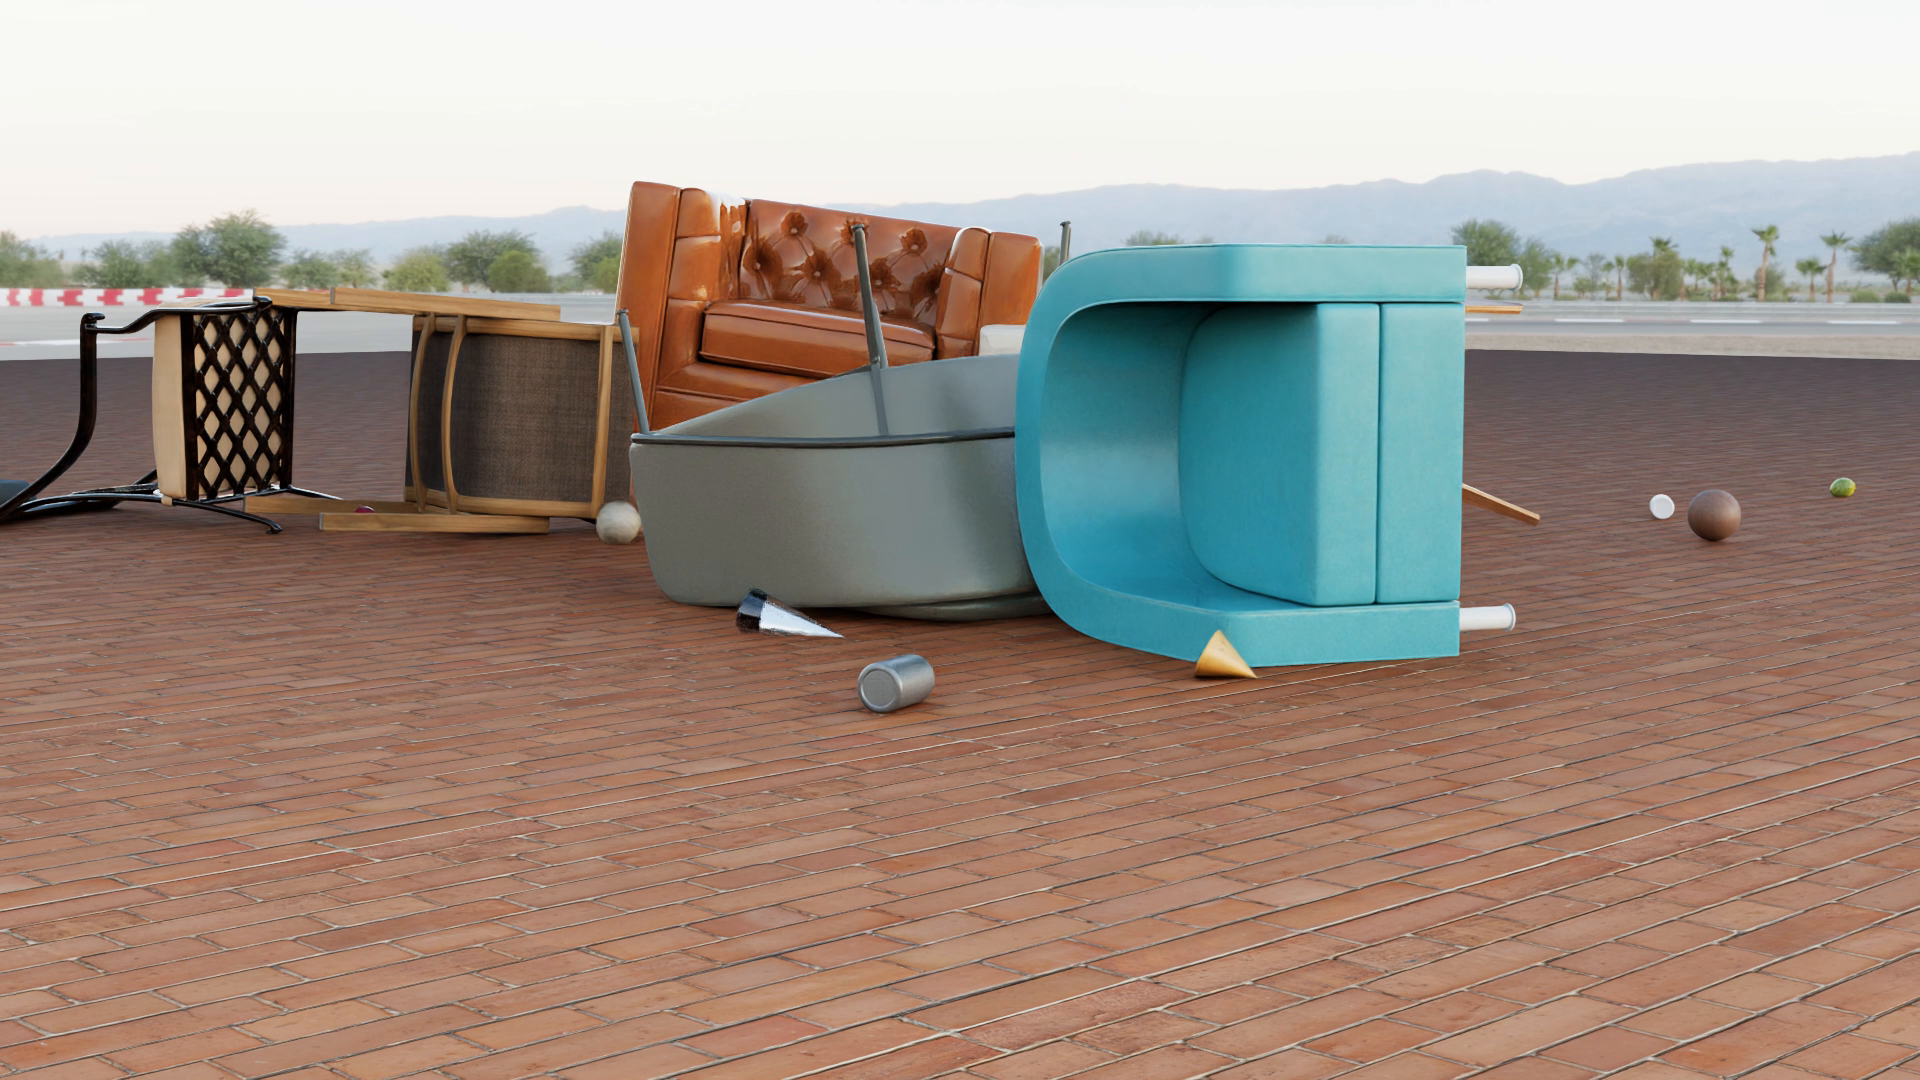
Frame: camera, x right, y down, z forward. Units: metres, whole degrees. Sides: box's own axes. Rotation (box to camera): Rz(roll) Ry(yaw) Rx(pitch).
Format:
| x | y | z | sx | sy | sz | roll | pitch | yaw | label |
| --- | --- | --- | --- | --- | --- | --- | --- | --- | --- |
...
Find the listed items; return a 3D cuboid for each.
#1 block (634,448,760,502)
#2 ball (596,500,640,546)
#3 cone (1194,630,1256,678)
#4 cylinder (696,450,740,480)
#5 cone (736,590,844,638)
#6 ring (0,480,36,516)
| x | y | z | sx | sy | sz | roll | pitch | yaw | label |
| --- | --- | --- | --- | --- | --- | --- | --- | --- | --- |
| -0.789 | -0.198 | 7.686 | 0.264 | 0.133 | 0.302 | -4 | 7 | -32 | block |
| -0.838 | -0.042 | 6.288 | 0.109 | 0.109 | 0.109 | 0 | 6 | 0 | ball |
| 0.448 | 0.206 | 4.219 | 0.092 | 0.085 | 0.172 | 27 | 6 | 11 | cone |
| -0.784 | -0.241 | 8.290 | 0.094 | 0.094 | 0.111 | -5 | -5 | -43 | cylinder |
| -0.298 | 0.154 | 4.717 | 0.189 | 0.083 | 0.130 | 15 | 9 | 17 | cone |
| -2.684 | -0.119 | 7.125 | 0.266 | 0.092 | 0.187 | 2 | 4 | 29 | ring |
